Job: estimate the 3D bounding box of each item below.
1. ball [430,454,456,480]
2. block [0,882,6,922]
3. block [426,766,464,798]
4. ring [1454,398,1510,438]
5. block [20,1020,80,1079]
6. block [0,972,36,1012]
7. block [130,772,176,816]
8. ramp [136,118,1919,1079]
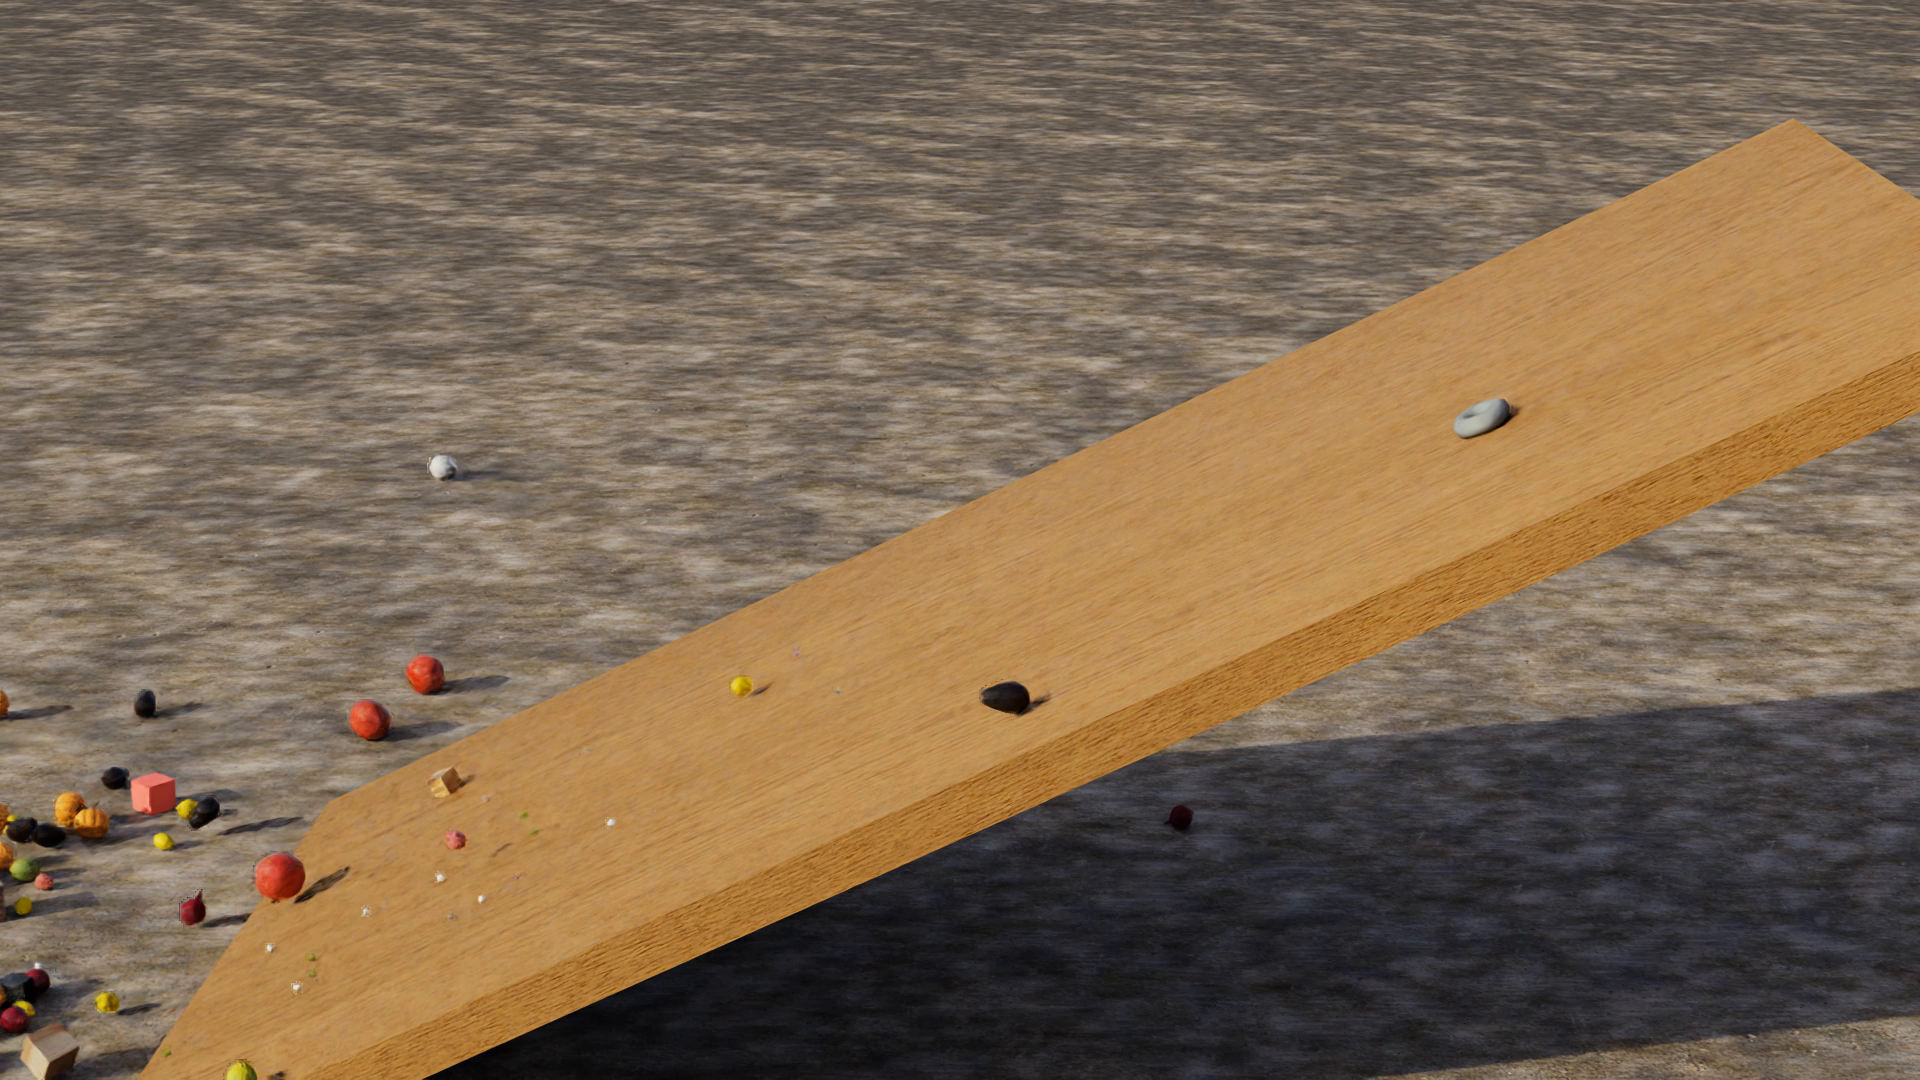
[{"bbox_3d":[-1.916,-0.269,10.906,0.098,0.098,0.098,0,16,0],"label":"ball"},{"bbox_3d":[-2.350,0.865,7.063,0.094,0.094,0.094,-8,18,-26],"label":"block"},{"bbox_3d":[-1.234,0.581,7.051,0.051,0.051,0.051,-16,18,40],"label":"block"},{"bbox_3d":[1.028,-0.240,5.796,0.118,0.039,0.118,-27,12,6],"label":"ring"},{"bbox_3d":[-1.937,1.090,6.261,0.079,0.079,0.079,43,40,18],"label":"block"},{"bbox_3d":[-2.125,1.017,6.609,0.060,0.060,0.060,8,18,25],"label":"block"},{"bbox_3d":[-2.125,0.670,7.752,0.080,0.080,0.080,13,21,38],"label":"block"},{"bbox_3d":[0.138,0.168,6.281,4.000,0.100,2.000,-25,14,10],"label":"ramp"}]
